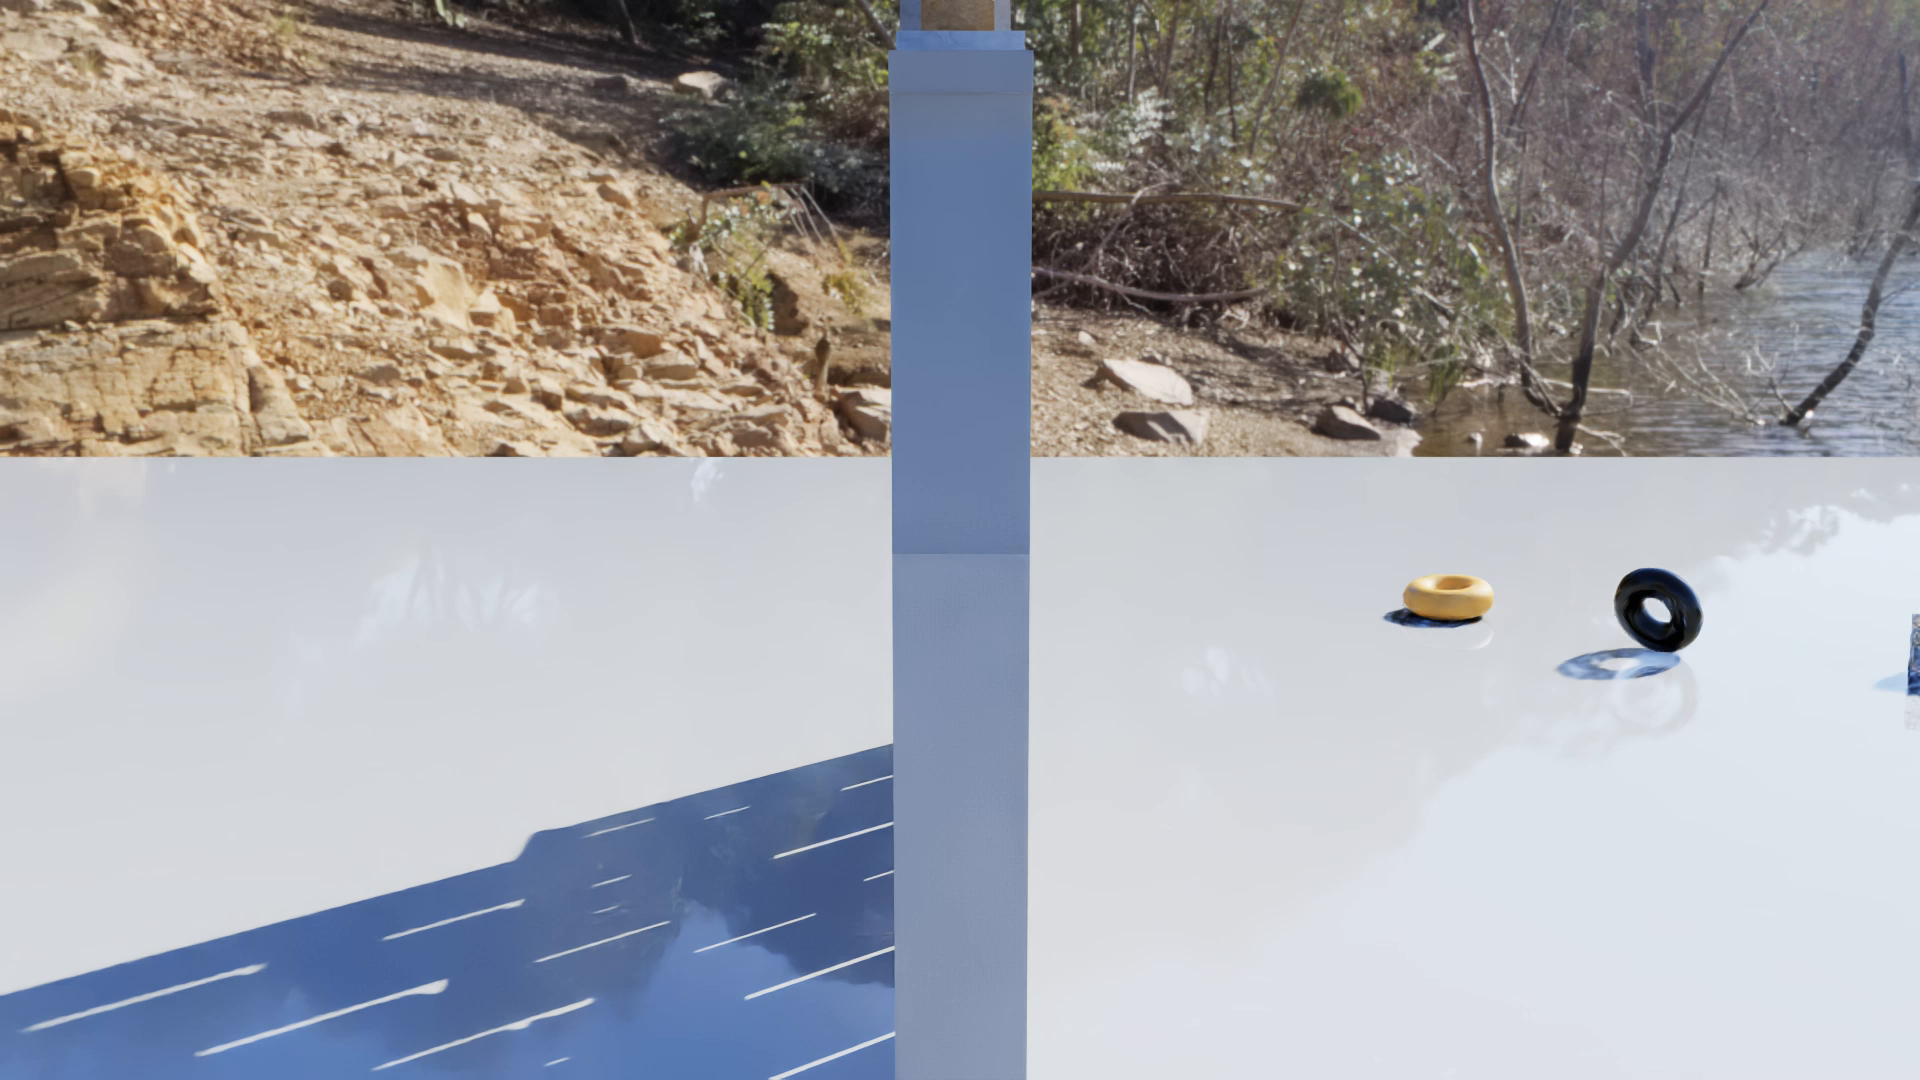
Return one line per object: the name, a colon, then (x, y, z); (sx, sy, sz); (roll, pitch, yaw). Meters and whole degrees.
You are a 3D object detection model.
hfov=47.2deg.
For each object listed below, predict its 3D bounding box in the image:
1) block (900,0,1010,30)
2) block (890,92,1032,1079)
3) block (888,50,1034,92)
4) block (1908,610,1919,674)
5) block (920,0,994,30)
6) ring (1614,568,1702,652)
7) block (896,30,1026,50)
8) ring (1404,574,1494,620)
block: (-0.007, -0.813, 3.074); (0.155, 0.310, 0.044); (0, 10, 0)
block: (0.001, 0.133, 2.589); (0.159, 1.293, 0.045); (0, 11, 0)
block: (0.001, -0.544, 2.571); (0.159, 0.045, 0.319); (0, 11, 0)
block: (2.329, 0.239, 5.169); (0.141, 0.141, 0.141); (9, 14, 39)
block: (-0.003, -0.753, 2.858); (0.096, 0.192, 0.027); (0, 11, 0)
ring: (1.697, 0.170, 5.348); (0.225, 0.225, 0.075); (10, 34, 44)
block: (0.002, -0.637, 2.883); (0.160, 0.045, 0.320); (0, 11, 0)
ring: (1.288, 0.149, 5.795); (0.235, 0.078, 0.235); (-3, 15, 1)
